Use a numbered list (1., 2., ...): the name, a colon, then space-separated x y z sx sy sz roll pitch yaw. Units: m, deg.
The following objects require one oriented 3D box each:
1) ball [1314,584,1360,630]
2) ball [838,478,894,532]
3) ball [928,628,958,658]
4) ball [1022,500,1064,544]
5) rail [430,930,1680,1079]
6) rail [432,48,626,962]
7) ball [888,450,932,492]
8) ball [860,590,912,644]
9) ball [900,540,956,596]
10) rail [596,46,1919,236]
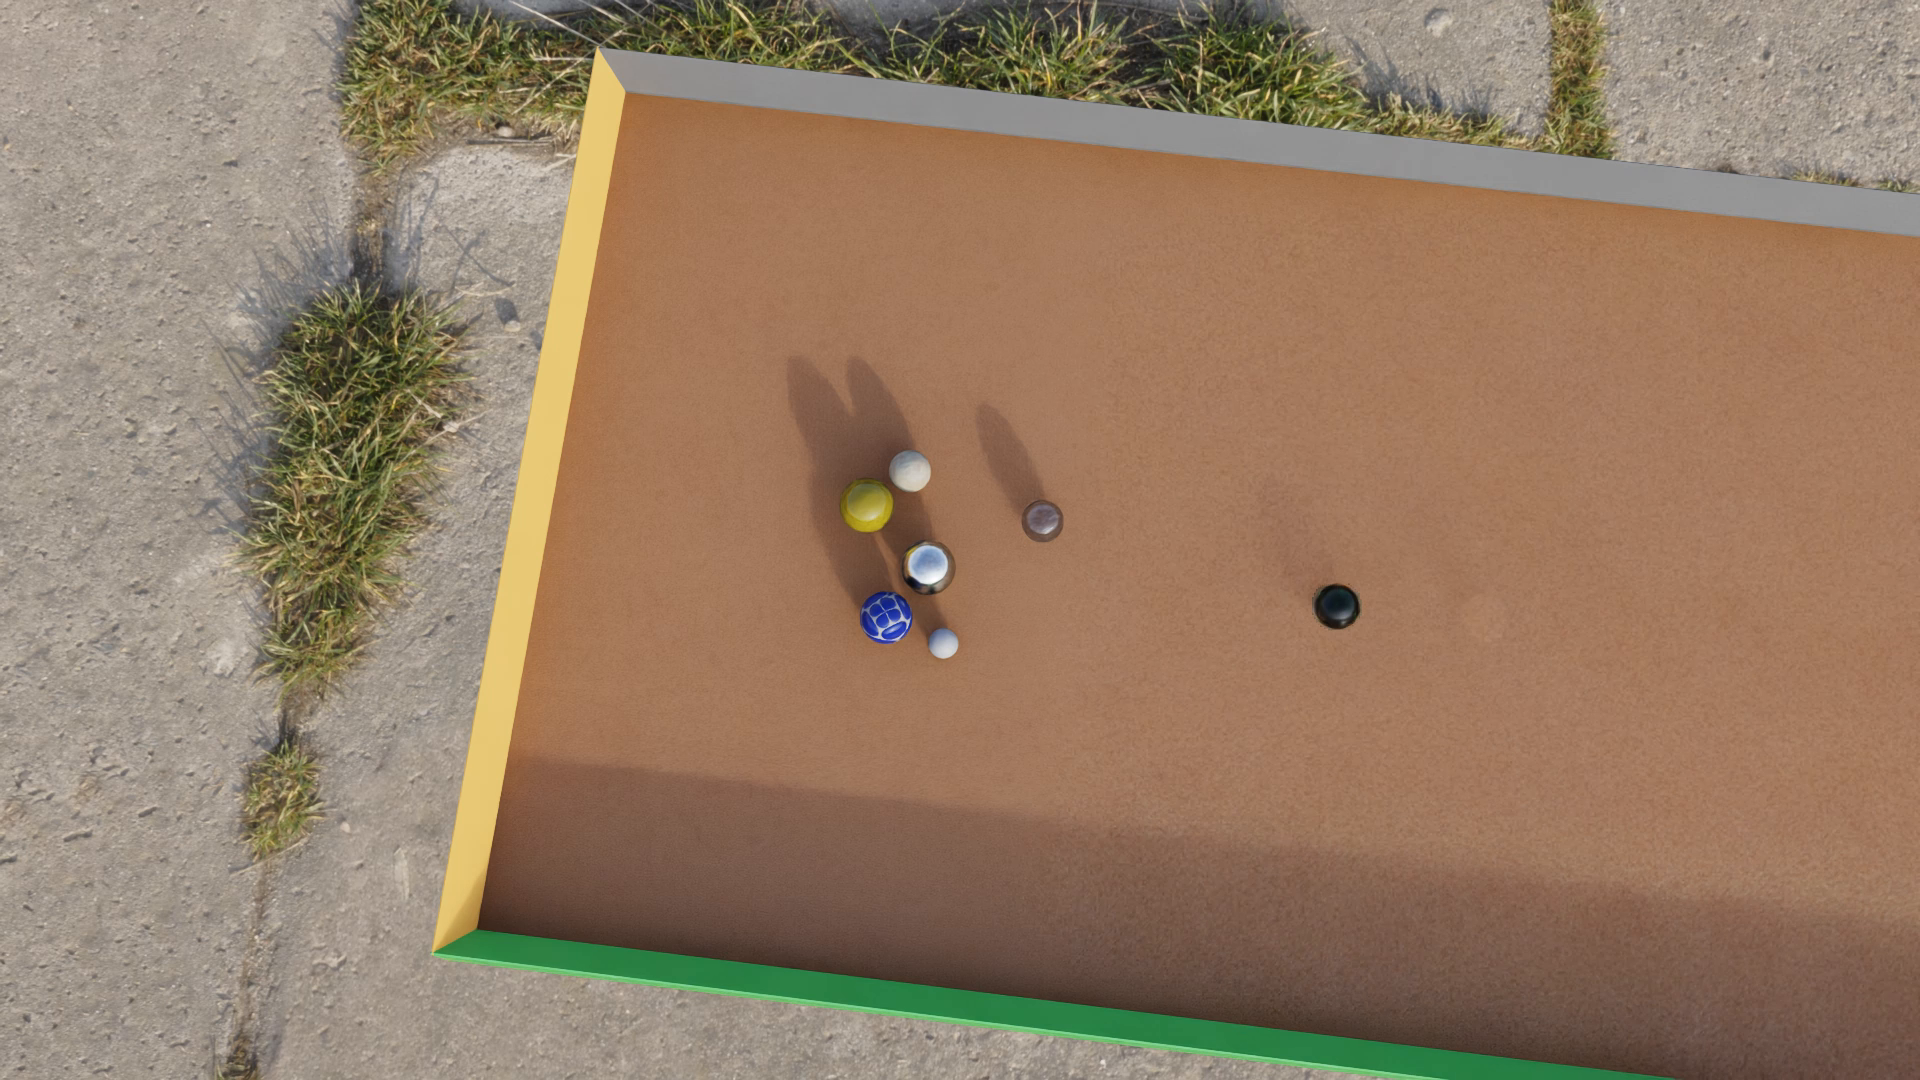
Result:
1. ball: 0.570 0.101 3.323 0.069 0.069 0.069 0 75 0
2. ball: -0.142 -0.053 3.357 0.085 0.085 0.085 0 75 0
3. ball: -0.025 0.156 3.320 0.046 0.046 0.046 0 75 0
4. ball: 0.126 -0.029 3.360 0.066 0.066 0.066 0 75 0
5. rail: 0.579 0.735 3.130 2.673 0.110 0.045 7 75 2
6. rail: -0.640 -0.081 3.351 0.045 0.110 1.429 7 75 2
7. ball: -0.077 -0.106 3.381 0.065 0.065 0.065 0 75 0
8. ball: -0.111 0.117 3.313 0.080 0.080 0.080 0 75 0
9. ball: -0.048 0.041 3.332 0.085 0.085 0.085 0 75 0
10. rail: 0.747 -0.589 3.488 2.673 0.110 0.045 7 75 2
